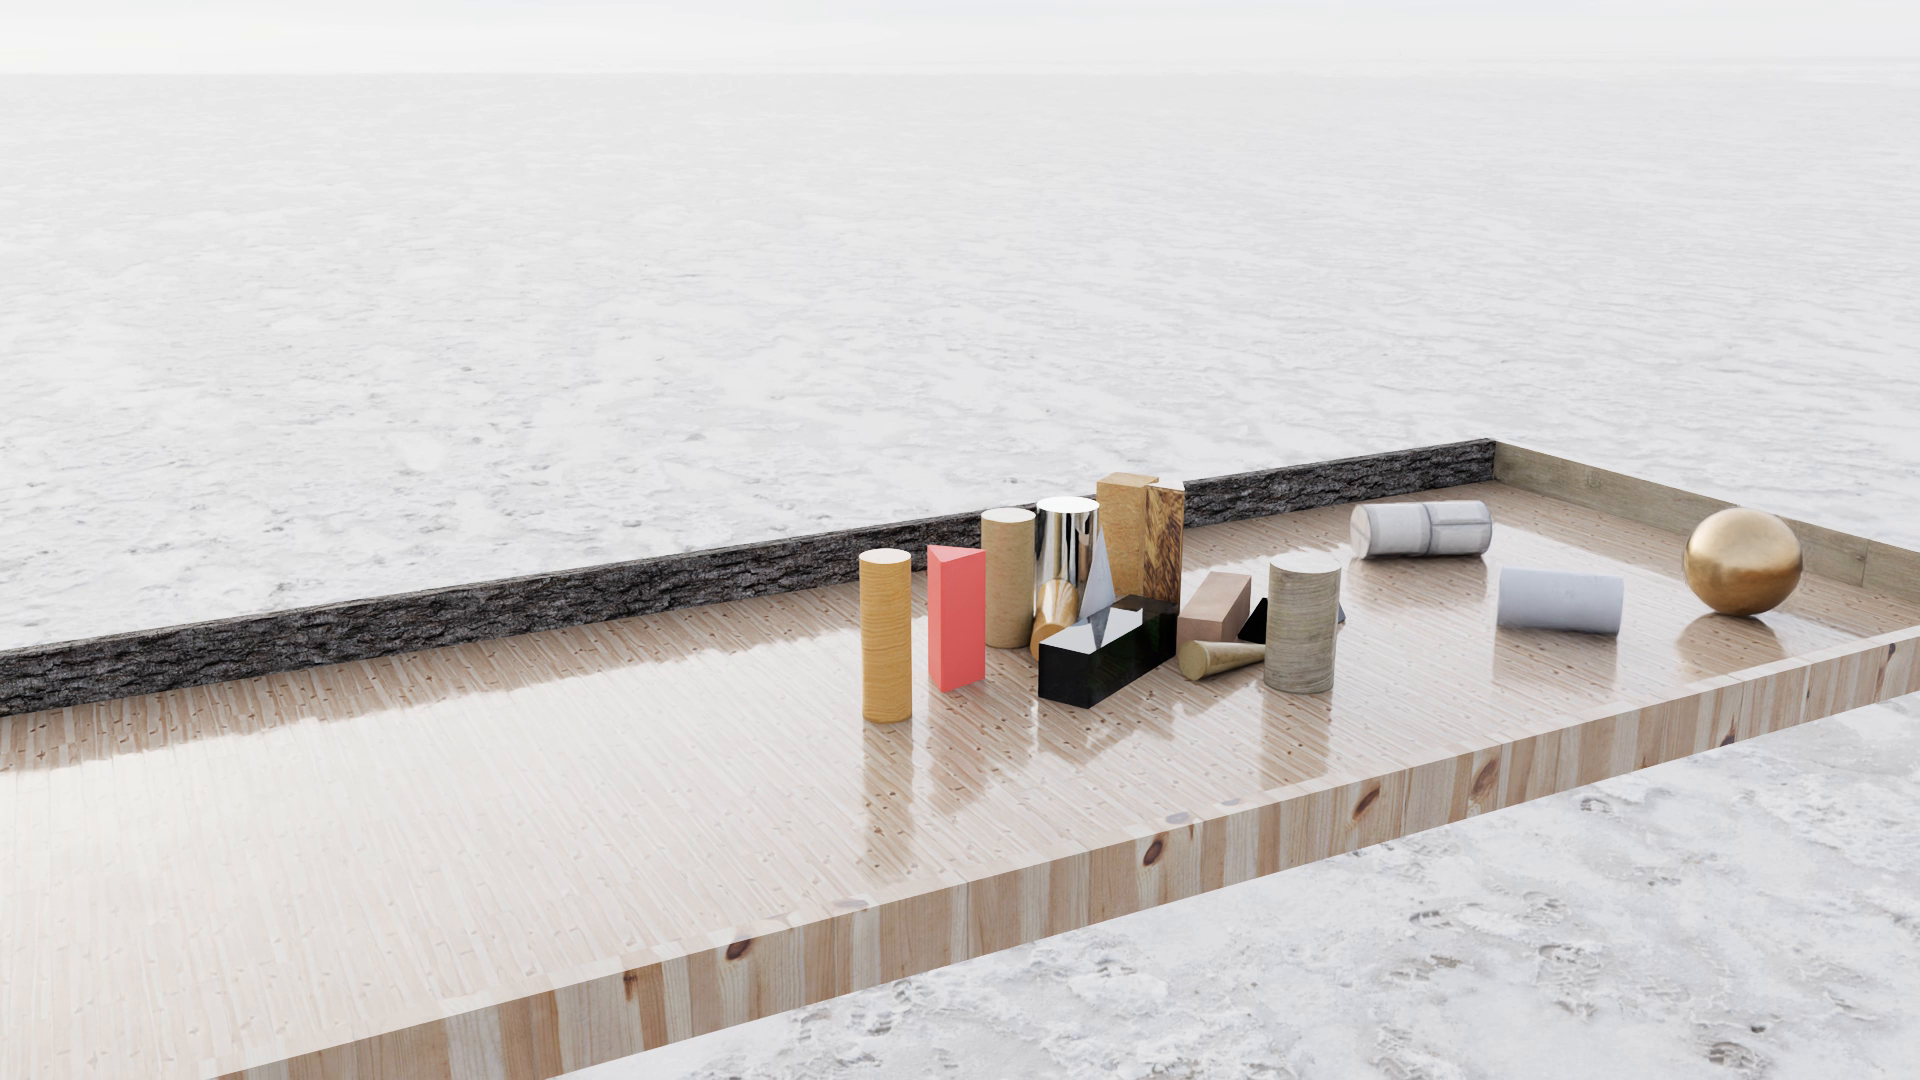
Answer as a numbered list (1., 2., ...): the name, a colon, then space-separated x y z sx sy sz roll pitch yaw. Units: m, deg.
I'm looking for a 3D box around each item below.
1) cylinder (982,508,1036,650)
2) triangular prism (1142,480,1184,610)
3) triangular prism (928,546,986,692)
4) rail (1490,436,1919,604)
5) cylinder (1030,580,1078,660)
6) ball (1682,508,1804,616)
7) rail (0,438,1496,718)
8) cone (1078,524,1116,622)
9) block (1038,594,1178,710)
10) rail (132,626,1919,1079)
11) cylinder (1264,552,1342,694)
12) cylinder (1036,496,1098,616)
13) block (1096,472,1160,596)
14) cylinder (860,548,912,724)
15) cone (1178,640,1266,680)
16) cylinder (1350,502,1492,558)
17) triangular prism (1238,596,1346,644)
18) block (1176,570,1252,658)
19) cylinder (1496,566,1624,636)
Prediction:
1. cylinder: 0.127 0.102 4.386 0.143 0.350 0.143 0 16 0
2. triangular prism: 0.589 0.023 4.617 0.114 0.372 0.099 11 19 32
3. triangular prism: -0.034 0.188 4.118 0.147 0.337 0.127 -15 22 -42
4. rail: 2.466 -0.048 5.253 0.050 0.150 2.100 -9 18 -27
5. cylinder: 0.255 0.217 4.410 0.116 0.116 0.379 2 16 5
6. ball: 2.185 0.060 4.609 0.305 0.305 0.305 0 16 0
7. rail: -3.305 0.497 3.399 12.000 0.150 0.050 -9 18 -27
8. cone: 0.371 0.116 4.370 0.137 0.333 0.137 0 16 0
9. block: 0.380 0.275 4.167 0.141 0.141 0.458 11 20 33
10. rail: -2.336 1.006 1.665 12.000 0.150 0.050 -9 18 -27
11. cylinder: 0.850 0.206 4.097 0.173 0.314 0.173 0 16 0
12. cylinder: 0.301 0.048 4.647 0.174 0.307 0.174 0 16 0
13. block: 0.488 -0.018 4.834 0.138 0.329 0.138 9 19 27
14. cylinder: -0.174 0.227 3.881 0.120 0.396 0.120 0 16 0
15. cone: 0.758 0.293 4.268 0.424 0.101 0.101 -3 15 -35
16. cylinder: 1.442 -0.032 5.166 0.394 0.167 0.167 -2 17 -7
17. triangular prism: 0.911 0.179 4.501 0.151 0.131 0.323 14 21 39
18. block: 0.689 0.204 4.455 0.116 0.116 0.421 6 17 19
19. cylinder: 1.633 0.165 4.499 0.312 0.166 0.166 5 17 17
